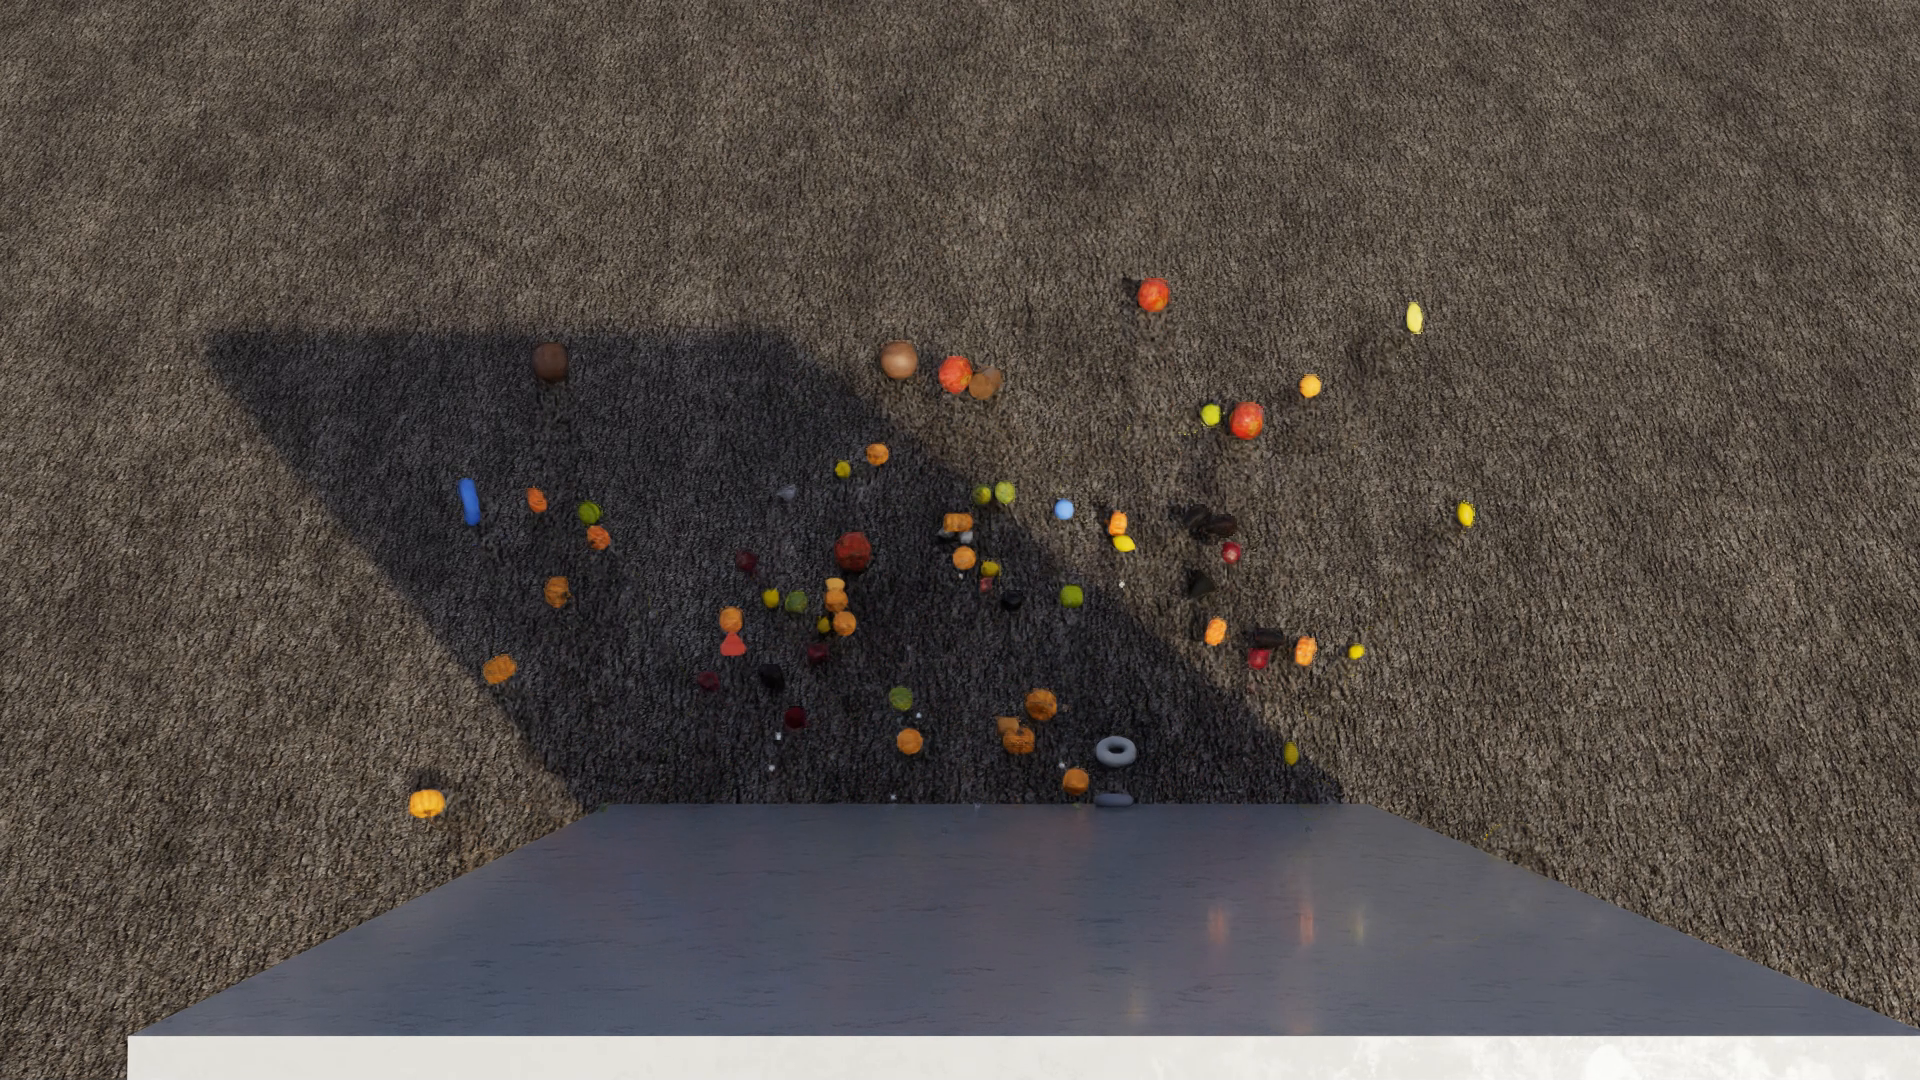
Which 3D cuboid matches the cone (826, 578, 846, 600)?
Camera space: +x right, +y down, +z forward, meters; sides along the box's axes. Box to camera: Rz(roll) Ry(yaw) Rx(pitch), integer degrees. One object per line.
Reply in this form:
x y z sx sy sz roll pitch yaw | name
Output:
-0.374 0.156 7.734 0.063 0.063 0.063 2 63 3 | cone

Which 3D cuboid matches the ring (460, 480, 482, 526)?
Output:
-1.506 -0.116 7.995 0.048 0.145 0.145 -11 37 -10 | ring

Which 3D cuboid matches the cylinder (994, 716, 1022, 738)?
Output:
0.132 0.520 7.204 0.055 0.055 0.055 9 29 -31 | cylinder

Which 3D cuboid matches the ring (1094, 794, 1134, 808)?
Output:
0.398 0.676 6.739 0.103 0.034 0.103 -1 -3 0 | ring

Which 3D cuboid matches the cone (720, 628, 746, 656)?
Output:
-0.658 0.283 7.516 0.077 0.077 0.077 0 36 0 | cone

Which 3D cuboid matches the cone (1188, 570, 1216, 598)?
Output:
0.704 0.149 7.736 0.083 0.083 0.083 -45 50 -11 | cone

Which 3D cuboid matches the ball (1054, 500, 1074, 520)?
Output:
0.323 -0.093 8.049 0.062 0.062 0.062 0 36 0 | ball

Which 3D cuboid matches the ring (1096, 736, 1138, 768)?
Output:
0.429 0.582 7.137 0.115 0.038 0.115 -1 35 1 | ring

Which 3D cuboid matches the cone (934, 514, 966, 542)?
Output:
-0.041 -0.025 7.972 0.090 0.090 0.090 -15 29 26 | cone

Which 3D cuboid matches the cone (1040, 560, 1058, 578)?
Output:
0.280 0.094 7.819 0.053 0.053 0.053 18 18 -45 | cone

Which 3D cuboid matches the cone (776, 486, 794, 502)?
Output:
-0.555 -0.144 8.111 0.055 0.055 0.055 -2 30 -39 | cone

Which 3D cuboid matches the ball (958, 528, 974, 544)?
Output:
0.017 -0.013 7.919 0.051 0.051 0.051 0 36 0 | ball

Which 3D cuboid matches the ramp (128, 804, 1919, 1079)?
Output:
0.079 0.673 4.873 2.000 0.100 4.000 0 -2 0 | ramp

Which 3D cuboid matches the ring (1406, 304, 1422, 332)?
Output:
1.564 -0.764 8.946 0.033 0.100 0.100 1 33 27 | ring
